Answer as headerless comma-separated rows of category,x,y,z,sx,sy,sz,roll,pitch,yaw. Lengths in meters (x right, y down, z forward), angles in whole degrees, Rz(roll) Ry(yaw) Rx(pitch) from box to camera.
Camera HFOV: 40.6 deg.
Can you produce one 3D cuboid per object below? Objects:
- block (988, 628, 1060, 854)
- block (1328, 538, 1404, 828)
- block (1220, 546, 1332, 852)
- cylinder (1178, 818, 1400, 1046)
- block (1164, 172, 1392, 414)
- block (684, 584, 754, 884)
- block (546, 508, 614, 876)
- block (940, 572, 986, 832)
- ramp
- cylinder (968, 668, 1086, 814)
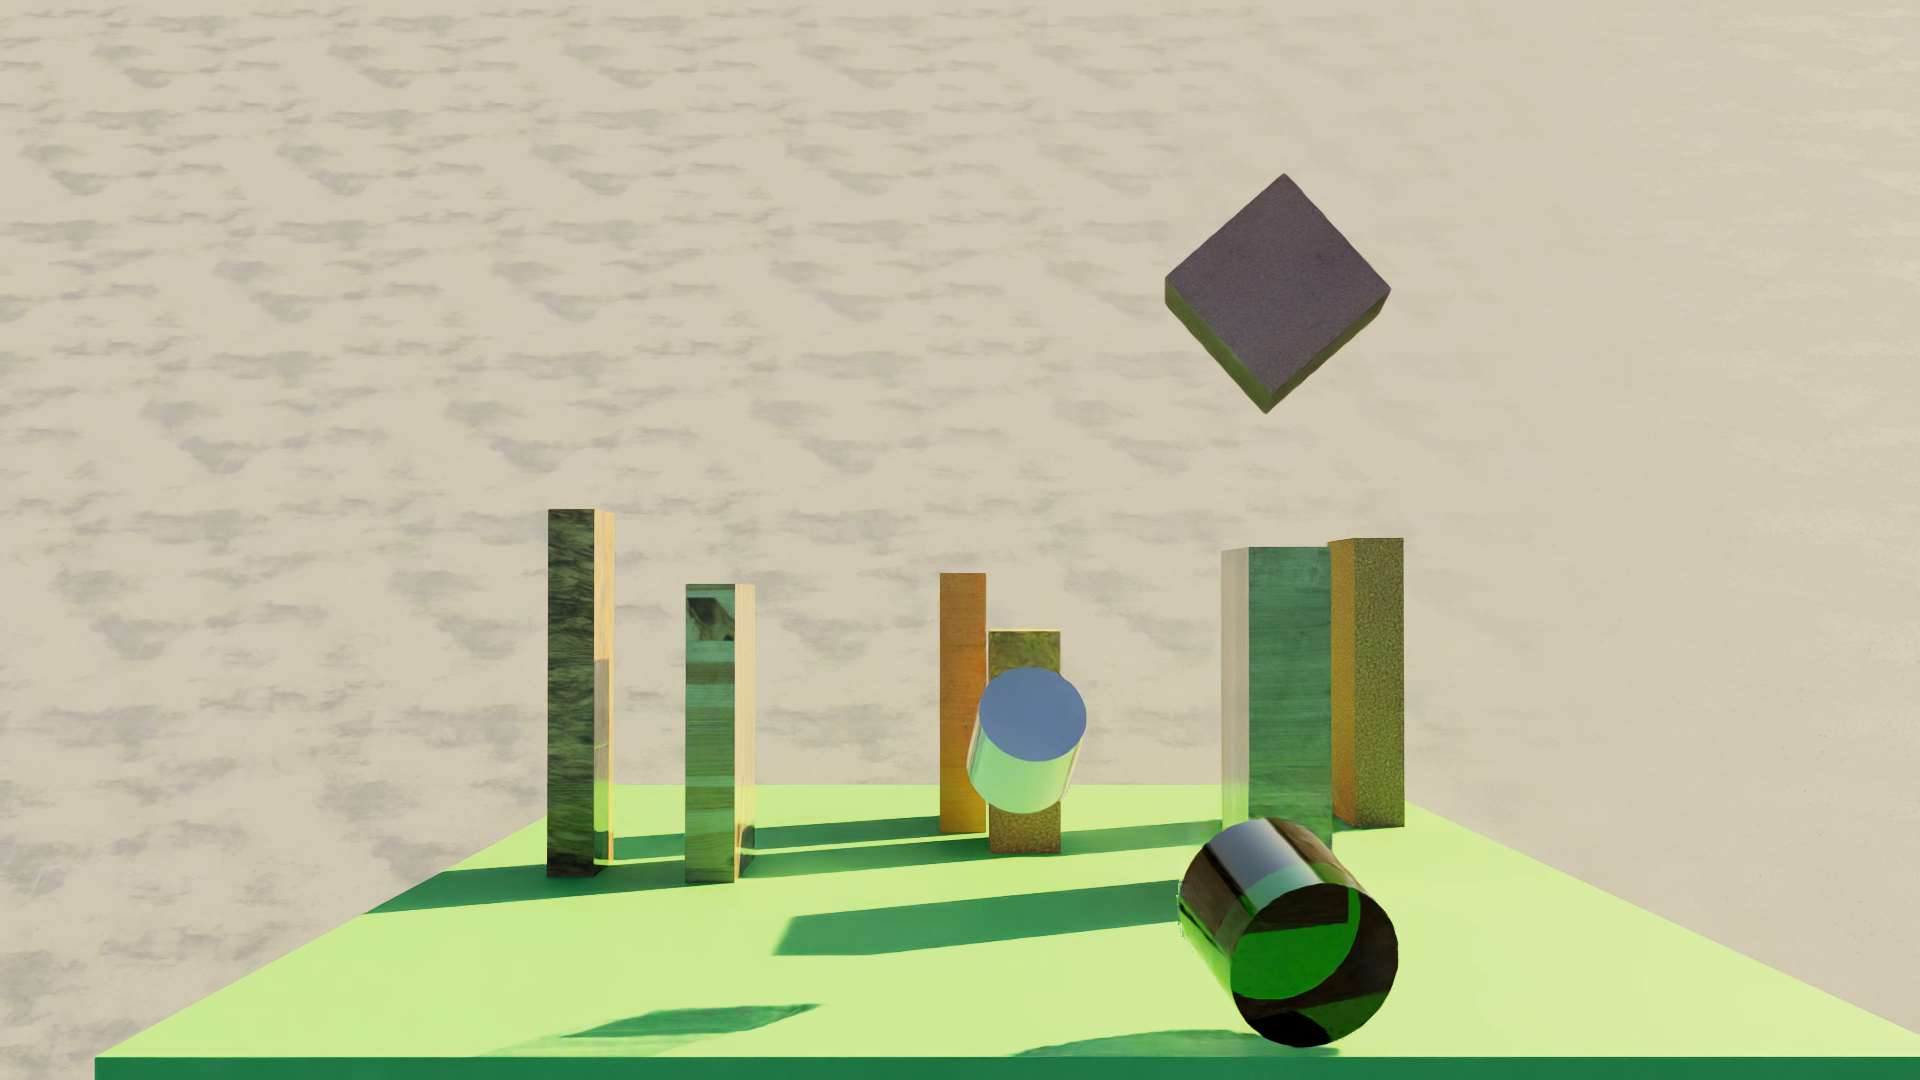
block,0.126,0.391,5.141,0.134,0.426,0.344,0,-1,0
block,0.896,0.308,5.742,0.106,0.617,0.408,0,-1,0
block,0.528,0.301,4.369,0.132,0.572,0.438,0,-1,0
cylinder,0.364,0.435,2.895,0.192,0.192,0.192,-7,17,-11
block,0.273,-0.211,2.253,0.134,0.134,0.134,-41,84,0
block,-0.430,0.337,4.677,0.085,0.514,0.435,0,-1,0
block,-0.684,0.271,4.690,0.082,0.646,0.260,0,-1,0
block,0.006,0.344,5.624,0.097,0.541,0.435,0,-1,0
ramp,0.074,0.646,4.772,2.000,0.100,4.000,0,-1,0
cylinder,0.085,0.258,3.335,0.138,0.138,0.138,3,56,-5
